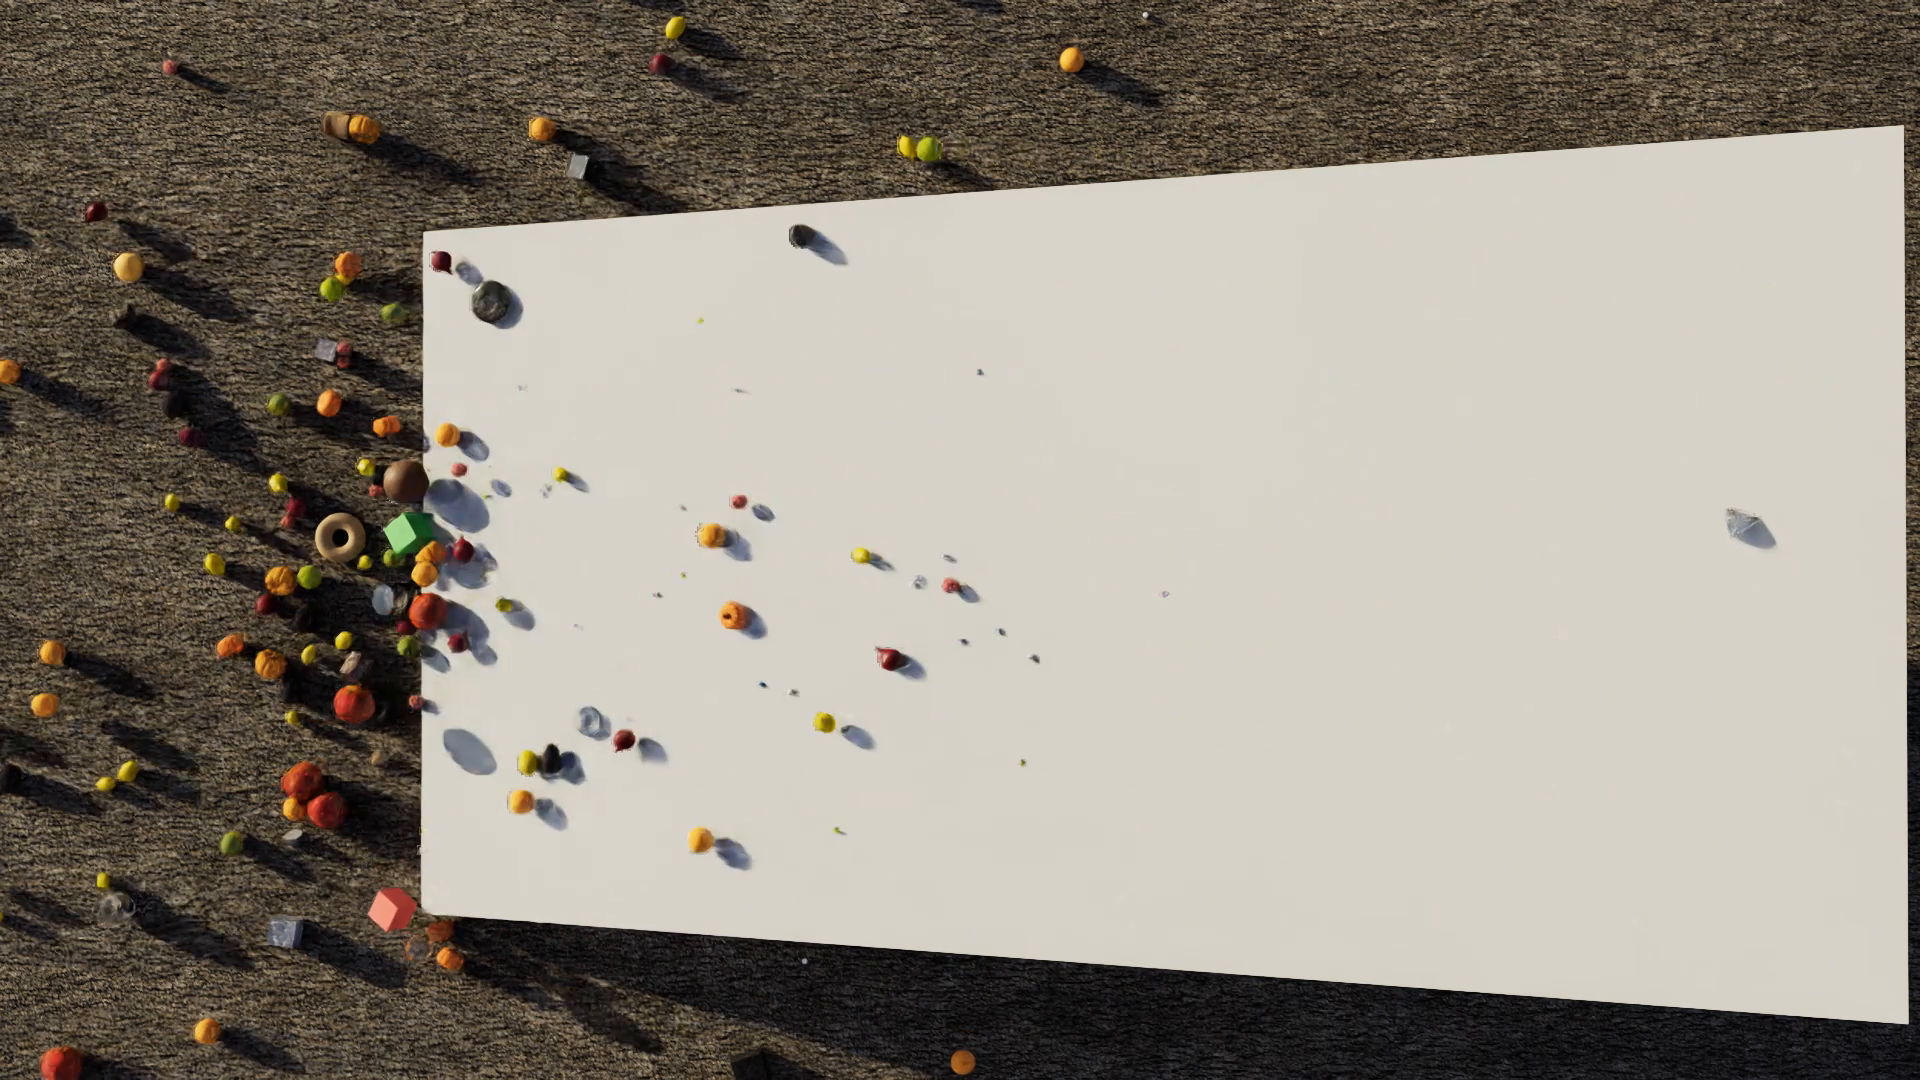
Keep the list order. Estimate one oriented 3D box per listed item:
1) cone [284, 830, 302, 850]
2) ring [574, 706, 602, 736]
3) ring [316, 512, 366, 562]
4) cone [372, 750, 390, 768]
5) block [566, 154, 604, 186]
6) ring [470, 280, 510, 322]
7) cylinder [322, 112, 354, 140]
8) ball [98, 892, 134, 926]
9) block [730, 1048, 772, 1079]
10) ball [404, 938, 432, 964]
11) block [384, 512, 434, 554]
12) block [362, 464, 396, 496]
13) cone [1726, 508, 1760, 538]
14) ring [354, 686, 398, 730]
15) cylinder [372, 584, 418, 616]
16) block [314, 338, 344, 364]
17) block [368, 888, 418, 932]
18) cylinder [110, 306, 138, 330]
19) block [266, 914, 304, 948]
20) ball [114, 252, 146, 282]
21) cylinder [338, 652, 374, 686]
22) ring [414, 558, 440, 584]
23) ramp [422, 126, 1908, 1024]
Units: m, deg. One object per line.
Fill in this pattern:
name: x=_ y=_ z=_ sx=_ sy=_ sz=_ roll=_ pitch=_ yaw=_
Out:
cone: x=-1.973 y=0.897 z=6.523 sx=0.055 sy=0.055 sz=0.055 roll=-5 pitch=116 yaw=0
ring: x=-1.051 y=0.511 z=6.209 sx=0.087 sy=0.029 sz=0.087 roll=-1 pitch=88 yaw=24
ring: x=-1.837 y=-0.007 z=6.522 sx=0.149 sy=0.050 sz=0.149 roll=0 pitch=90 yaw=-1
cone: x=-1.727 y=0.657 z=6.502 sx=0.058 sy=0.058 sz=0.058 roll=2 pitch=101 yaw=10
block: x=-1.108 y=-1.095 z=6.511 sx=0.069 sy=0.069 sz=0.069 roll=15 pitch=89 yaw=35
ring: x=-1.357 y=-0.688 z=6.347 sx=0.123 sy=0.041 sz=0.123 roll=-1 pitch=88 yaw=22
cylinder: x=-1.845 y=-1.229 z=6.526 sx=0.070 sy=0.070 sz=0.070 roll=8 pitch=89 yaw=0
ball: x=-2.486 y=1.086 z=6.483 sx=0.100 sy=0.100 sz=0.100 roll=0 pitch=89 yaw=0
block: x=-0.615 y=1.562 z=6.482 sx=0.090 sy=0.090 sz=0.090 roll=-17 pitch=89 yaw=0
ball: x=-1.575 y=1.192 z=6.392 sx=0.075 sy=0.075 sz=0.075 roll=0 pitch=89 yaw=0
block: x=-1.608 y=-0.019 z=6.420 sx=0.087 sy=0.087 sz=0.087 roll=-36 pitch=76 yaw=19
block: x=-1.715 y=-0.174 z=6.491 sx=0.071 sy=0.071 sz=0.071 roll=15 pitch=70 yaw=-42
cone: x=1.792 y=-0.044 z=5.011 sx=0.067 sy=0.067 sz=0.067 roll=-10 pitch=89 yaw=-4
ring: x=-1.730 y=0.496 z=6.519 sx=0.131 sy=0.044 sz=0.131 roll=0 pitch=90 yaw=1
cylinder: x=-1.656 y=0.175 z=6.445 sx=0.093 sy=0.093 sz=0.093 roll=-1 pitch=89 yaw=34
block: x=-1.872 y=-0.561 z=6.523 sx=0.058 sy=0.058 sz=0.058 roll=16 pitch=89 yaw=1
block: x=-1.660 y=1.081 z=6.437 sx=0.085 sy=0.085 sz=0.085 roll=35 pitch=106 yaw=25
cylinder: x=-2.482 y=-0.659 z=6.526 sx=0.057 sy=0.057 sz=0.057 roll=-31 pitch=89 yaw=-20
block: x=-1.992 y=1.154 z=6.493 sx=0.078 sy=0.078 sz=0.078 roll=9 pitch=89 yaw=0
ball: x=-2.459 y=-0.809 z=6.513 sx=0.087 sy=0.087 sz=0.087 roll=0 pitch=89 yaw=0
cylinder: x=-1.783 y=0.378 z=6.493 sx=0.073 sy=0.073 sz=0.073 roll=28 pitch=68 yaw=0
ring: x=-1.556 y=0.088 z=6.421 sx=0.080 sy=0.027 sz=0.080 roll=-5 pitch=71 yaw=15
ramp: x=0.283 y=0.085 z=5.719 sx=4.000 sy=0.100 sz=2.000 roll=0 pitch=89 yaw=23
